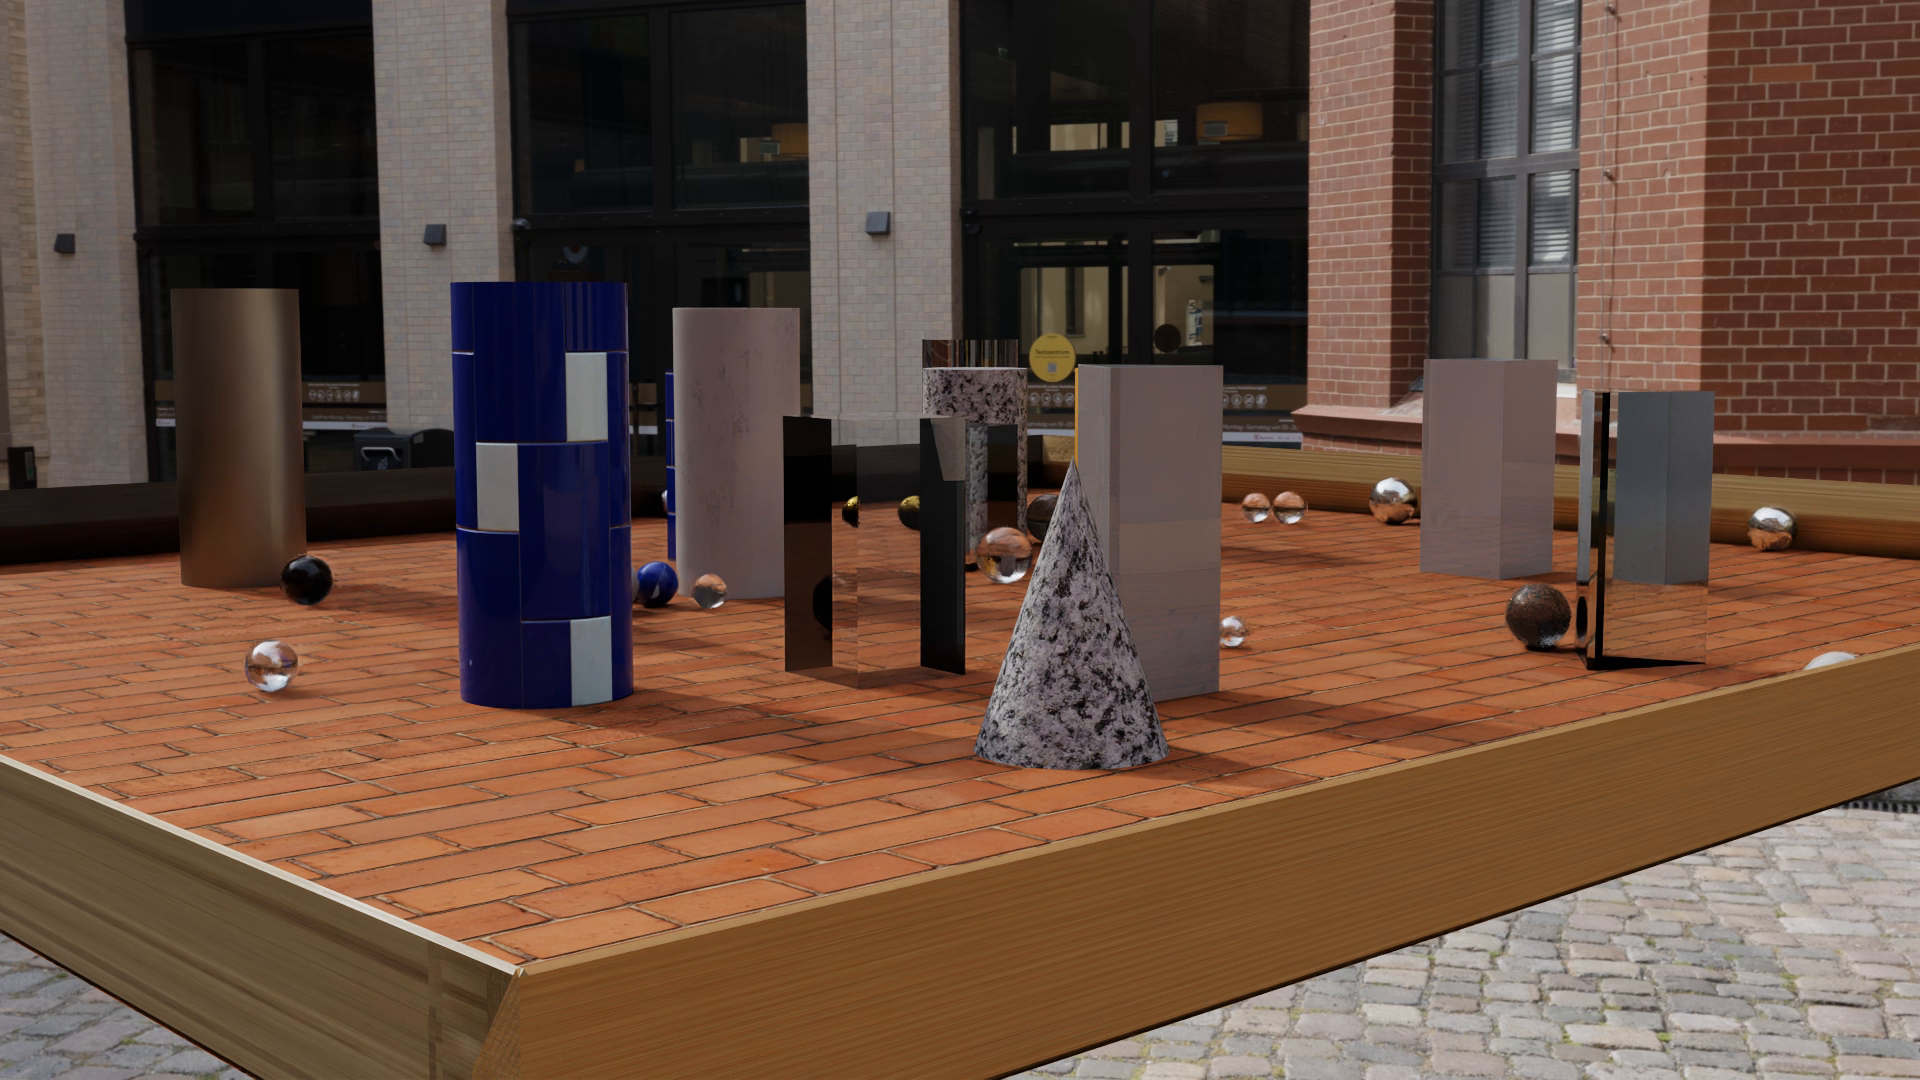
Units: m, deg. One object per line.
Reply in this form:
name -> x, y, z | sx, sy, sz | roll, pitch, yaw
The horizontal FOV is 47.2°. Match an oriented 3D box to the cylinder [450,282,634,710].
cylinder -> -0.481, -0.057, 2.542 | 0.199, 0.476, 0.199 | 0, 6, 0

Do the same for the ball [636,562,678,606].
ball -> -0.461, 0.066, 3.332 | 0.067, 0.067, 0.067 | 0, 6, 0

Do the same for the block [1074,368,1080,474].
block -> 0.326, -0.157, 4.174 | 0.159, 0.336, 0.159 | -3, 7, -26

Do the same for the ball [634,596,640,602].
ball -> -0.506, 0.073, 3.370 | 0.046, 0.046, 0.046 | 0, 6, 0

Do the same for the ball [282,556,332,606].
ball -> -0.992, 0.061, 3.340 | 0.075, 0.075, 0.075 | 0, 6, 0

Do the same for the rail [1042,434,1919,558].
rail -> 1.237, -0.084, 4.467 | 0.045, 0.129, 3.077 | -5, 8, -42

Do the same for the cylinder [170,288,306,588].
cylinder -> -1.184, -0.171, 3.617 | 0.199, 0.480, 0.199 | 0, 6, 0

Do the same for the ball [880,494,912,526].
ball -> -0.134, -0.063, 4.567 | 0.068, 0.068, 0.068 | 0, 6, 0

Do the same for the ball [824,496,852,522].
ball -> -0.258, -0.065, 4.636 | 0.057, 0.057, 0.057 | 0, 6, 0

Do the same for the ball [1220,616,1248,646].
ball -> 0.362, 0.122, 2.925 | 0.040, 0.040, 0.040 | 0, 6, 0

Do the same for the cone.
cone -> 0.113, 0.064, 2.224 | 0.199, 0.301, 0.199 | 0, 6, 0

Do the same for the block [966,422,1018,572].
block -> -0.008, -0.080, 3.872 | 0.159, 0.246, 0.159 | 4, 7, 32

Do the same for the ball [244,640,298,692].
ball -> -0.809, 0.147, 2.582 | 0.061, 0.061, 0.061 | 0, 6, 0

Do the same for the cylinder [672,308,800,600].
cylinder -> -0.352, -0.142, 3.482 | 0.199, 0.449, 0.199 | 0, 6, 0

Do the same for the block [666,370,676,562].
block -> -0.412, -0.131, 3.905 | 0.159, 0.342, 0.159 | -4, 7, -36

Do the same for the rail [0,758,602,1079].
rail -> -1.237, 0.152, 2.197 | 0.045, 0.129, 3.077 | -5, 8, -42

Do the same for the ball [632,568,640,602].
ball -> -0.516, 0.068, 3.267 | 0.078, 0.078, 0.078 | 0, 6, 0

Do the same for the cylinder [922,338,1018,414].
cylinder -> 0.021, -0.225, 4.590 | 0.199, 0.386, 0.199 | 0, 6, 0

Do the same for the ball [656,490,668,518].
ball -> -0.627, -0.080, 4.757 | 0.063, 0.063, 0.063 | 0, 6, 0

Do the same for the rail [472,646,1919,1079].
rail -> 1.027, 0.149, 2.224 | 3.412, 0.129, 0.045 | -5, 8, -42

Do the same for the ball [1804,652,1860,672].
ball -> 0.952, 0.160, 2.386 | 0.077, 0.077, 0.077 | 0, 6, 0

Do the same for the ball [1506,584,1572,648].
ball -> 0.767, 0.101, 2.916 | 0.084, 0.084, 0.084 | 0, 6, 0

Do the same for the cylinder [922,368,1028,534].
cylinder -> 0.029, -0.159, 4.195 | 0.199, 0.336, 0.199 | 0, 6, 0

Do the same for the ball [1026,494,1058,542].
ball -> 0.173, -0.042, 4.232 | 0.095, 0.095, 0.095 | 0, 6, 0

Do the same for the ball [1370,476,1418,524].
ball -> 0.907, -0.083, 4.602 | 0.100, 0.100, 0.100 | 0, 6, 0

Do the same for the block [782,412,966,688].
block -> -0.105, 0.007, 2.693 | 0.159, 0.317, 0.159 | -4, 7, -37

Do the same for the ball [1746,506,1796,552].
ball -> 1.508, -0.022, 4.088 | 0.085, 0.085, 0.085 | 0, 6, 0

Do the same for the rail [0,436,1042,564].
rail -> -1.027, -0.082, 4.439 | 3.412, 0.129, 0.045 | -5, 8, -42

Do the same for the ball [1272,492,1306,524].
ball -> 0.690, -0.068, 4.617 | 0.068, 0.068, 0.068 | 0, 6, 0

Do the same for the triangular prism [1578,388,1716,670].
triangular prism -> 0.840, -0.020, 2.815 | 0.173, 0.345, 0.150 | -2, 6, -19

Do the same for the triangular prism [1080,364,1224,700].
triangular prism -> 0.191, -0.013, 2.572 | 0.173, 0.382, 0.150 | -5, 8, -40

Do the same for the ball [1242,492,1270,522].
ball -> 0.626, -0.069, 4.656 | 0.062, 0.062, 0.062 | 0, 6, 0

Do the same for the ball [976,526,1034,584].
ball -> 0.073, 0.024, 3.604 | 0.094, 0.094, 0.094 | 0, 6, 0

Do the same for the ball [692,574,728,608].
ball -> -0.375, 0.077, 3.301 | 0.052, 0.052, 0.052 | 0, 6, 0

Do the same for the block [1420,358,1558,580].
block -> 0.901, -0.126, 3.751 | 0.159, 0.363, 0.159 | -6, 8, -43
